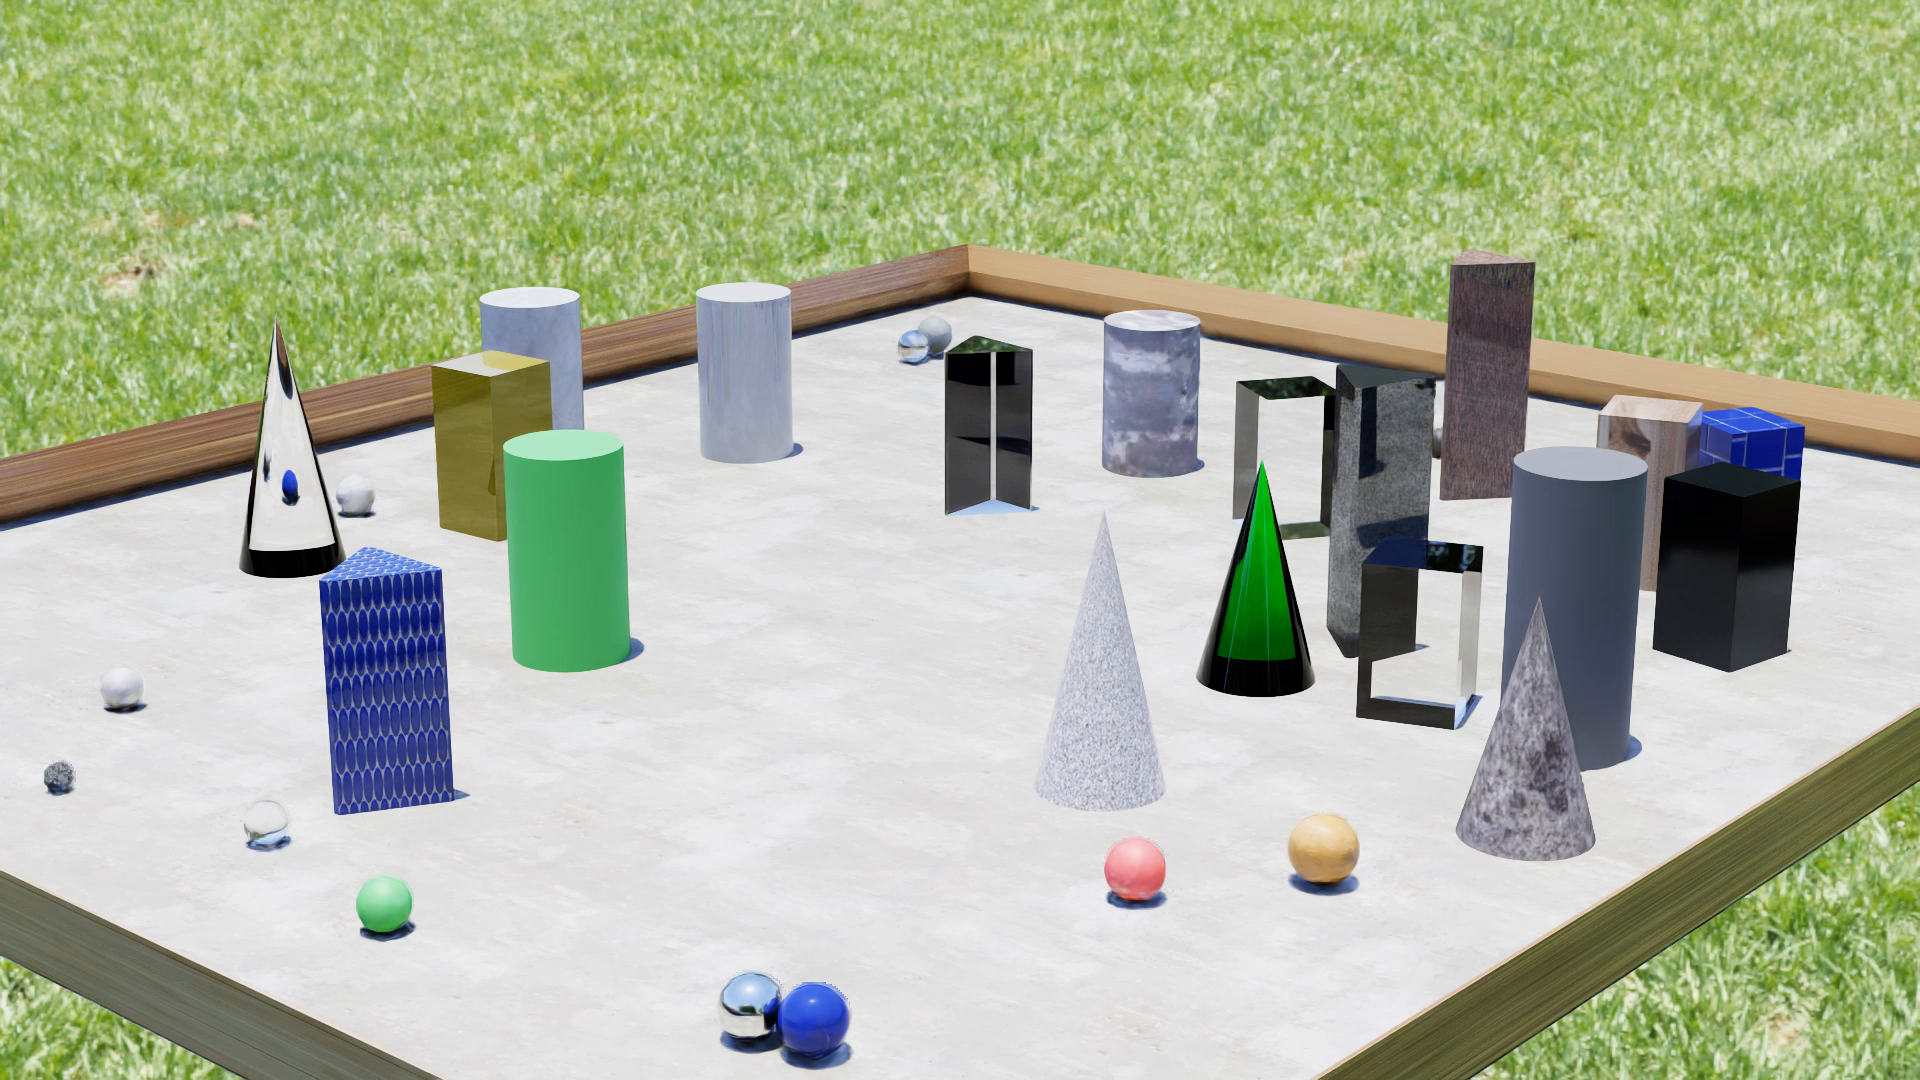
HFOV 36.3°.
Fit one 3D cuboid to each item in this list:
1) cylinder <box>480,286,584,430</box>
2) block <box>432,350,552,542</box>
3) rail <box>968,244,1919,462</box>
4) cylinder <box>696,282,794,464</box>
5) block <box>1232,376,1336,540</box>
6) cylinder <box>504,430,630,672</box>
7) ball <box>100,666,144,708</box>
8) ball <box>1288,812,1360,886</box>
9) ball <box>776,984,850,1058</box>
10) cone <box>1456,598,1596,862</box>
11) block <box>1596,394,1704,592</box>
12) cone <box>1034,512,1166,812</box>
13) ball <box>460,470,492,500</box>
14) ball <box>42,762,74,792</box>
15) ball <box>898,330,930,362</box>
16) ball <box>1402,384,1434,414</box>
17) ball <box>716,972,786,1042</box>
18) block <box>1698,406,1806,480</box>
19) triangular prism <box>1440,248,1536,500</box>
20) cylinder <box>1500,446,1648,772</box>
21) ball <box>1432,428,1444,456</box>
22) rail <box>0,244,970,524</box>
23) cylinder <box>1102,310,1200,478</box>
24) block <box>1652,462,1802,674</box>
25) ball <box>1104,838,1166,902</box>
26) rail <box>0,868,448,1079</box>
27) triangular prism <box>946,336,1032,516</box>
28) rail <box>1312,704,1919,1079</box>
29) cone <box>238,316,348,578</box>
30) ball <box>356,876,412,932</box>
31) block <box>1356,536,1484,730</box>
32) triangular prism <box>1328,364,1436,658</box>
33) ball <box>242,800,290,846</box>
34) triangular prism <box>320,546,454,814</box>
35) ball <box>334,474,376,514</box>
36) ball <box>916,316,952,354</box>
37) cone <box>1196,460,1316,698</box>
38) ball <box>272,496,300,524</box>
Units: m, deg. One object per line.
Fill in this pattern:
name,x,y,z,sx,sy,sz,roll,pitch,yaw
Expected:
cylinder,-0.837,-0.292,5.757,0.193,0.377,0.193,0,17,0
block,-0.871,-0.178,5.488,0.154,0.315,0.154,12,21,35
rail,1.248,-0.384,6.496,3.294,0.125,0.045,14,22,39
cylinder,-0.440,-0.343,5.999,0.193,0.335,0.193,0,17,0
block,0.613,-0.153,5.482,0.154,0.271,0.154,-5,17,-16
cylinder,-0.639,0.016,4.775,0.193,0.355,0.193,0,17,0
ball,-1.305,0.230,4.569,0.065,0.065,0.065,0,17,0
ball,0.485,0.412,3.911,0.096,0.096,0.096,0,17,0
ball,-0.171,0.562,3.432,0.086,0.086,0.086,0,17,0
cone,0.788,0.243,4.035,0.193,0.350,0.193,0,17,0
block,1.211,-0.082,5.181,0.154,0.310,0.154,7,18,22
cone,0.203,0.157,4.197,0.193,0.420,0.193,0,17,0
ball,-0.940,-0.107,5.698,0.059,0.059,0.059,0,17,0
ball,-1.304,0.342,4.238,0.042,0.042,0.042,0,17,0
ball,-0.109,-0.450,6.807,0.074,0.074,0.074,0,17,0
ball,0.989,-0.303,6.335,0.066,0.066,0.066,0,17,0
ball,-0.247,0.553,3.470,0.083,0.083,0.083,0,17,0
block,1.409,-0.093,5.313,0.154,0.255,0.154,-6,18,-20
triangular prism,1.004,-0.324,5.712,0.167,0.466,0.144,-3,17,-9
cylinder,0.906,0.100,4.343,0.193,0.444,0.193,0,17,0
ball,0.984,-0.201,6.007,0.059,0.059,0.059,0,17,0
rail,-1.226,-0.276,6.139,0.045,0.125,3.853,14,22,39
cylinder,0.384,-0.295,5.901,0.193,0.301,0.193,0,17,0
block,1.252,0.042,4.793,0.154,0.295,0.154,-13,21,-38
ball,0.231,0.434,3.862,0.082,0.082,0.082,0,17,0
rail,-1.248,0.447,3.745,3.294,0.125,0.045,14,22,39
triangular prism,0.042,-0.223,5.635,0.167,0.317,0.144,-3,17,-10
rail,1.226,0.339,4.102,0.045,0.125,3.853,14,22,39
cone,-1.208,-0.182,5.242,0.193,0.465,0.193,0,17,0
ball,-0.740,0.468,3.768,0.072,0.072,0.072,0,17,0
block,0.712,0.142,4.540,0.154,0.251,0.154,6,18,21
triangular prism,0.663,-0.055,4.838,0.167,0.455,0.144,-11,20,-32
ball,-0.958,0.390,4.046,0.062,0.062,0.062,0,17,0
triangular prism,-0.829,0.195,4.195,0.167,0.348,0.144,-6,18,-18
ball,-1.155,-0.087,5.600,0.076,0.076,0.076,0,17,0
ball,-0.060,-0.480,6.863,0.086,0.086,0.086,0,17,0
cone,0.475,0.045,4.661,0.193,0.366,0.193,0,17,0
ball,-1.276,-0.057,5.545,0.051,0.051,0.051,0,17,0
